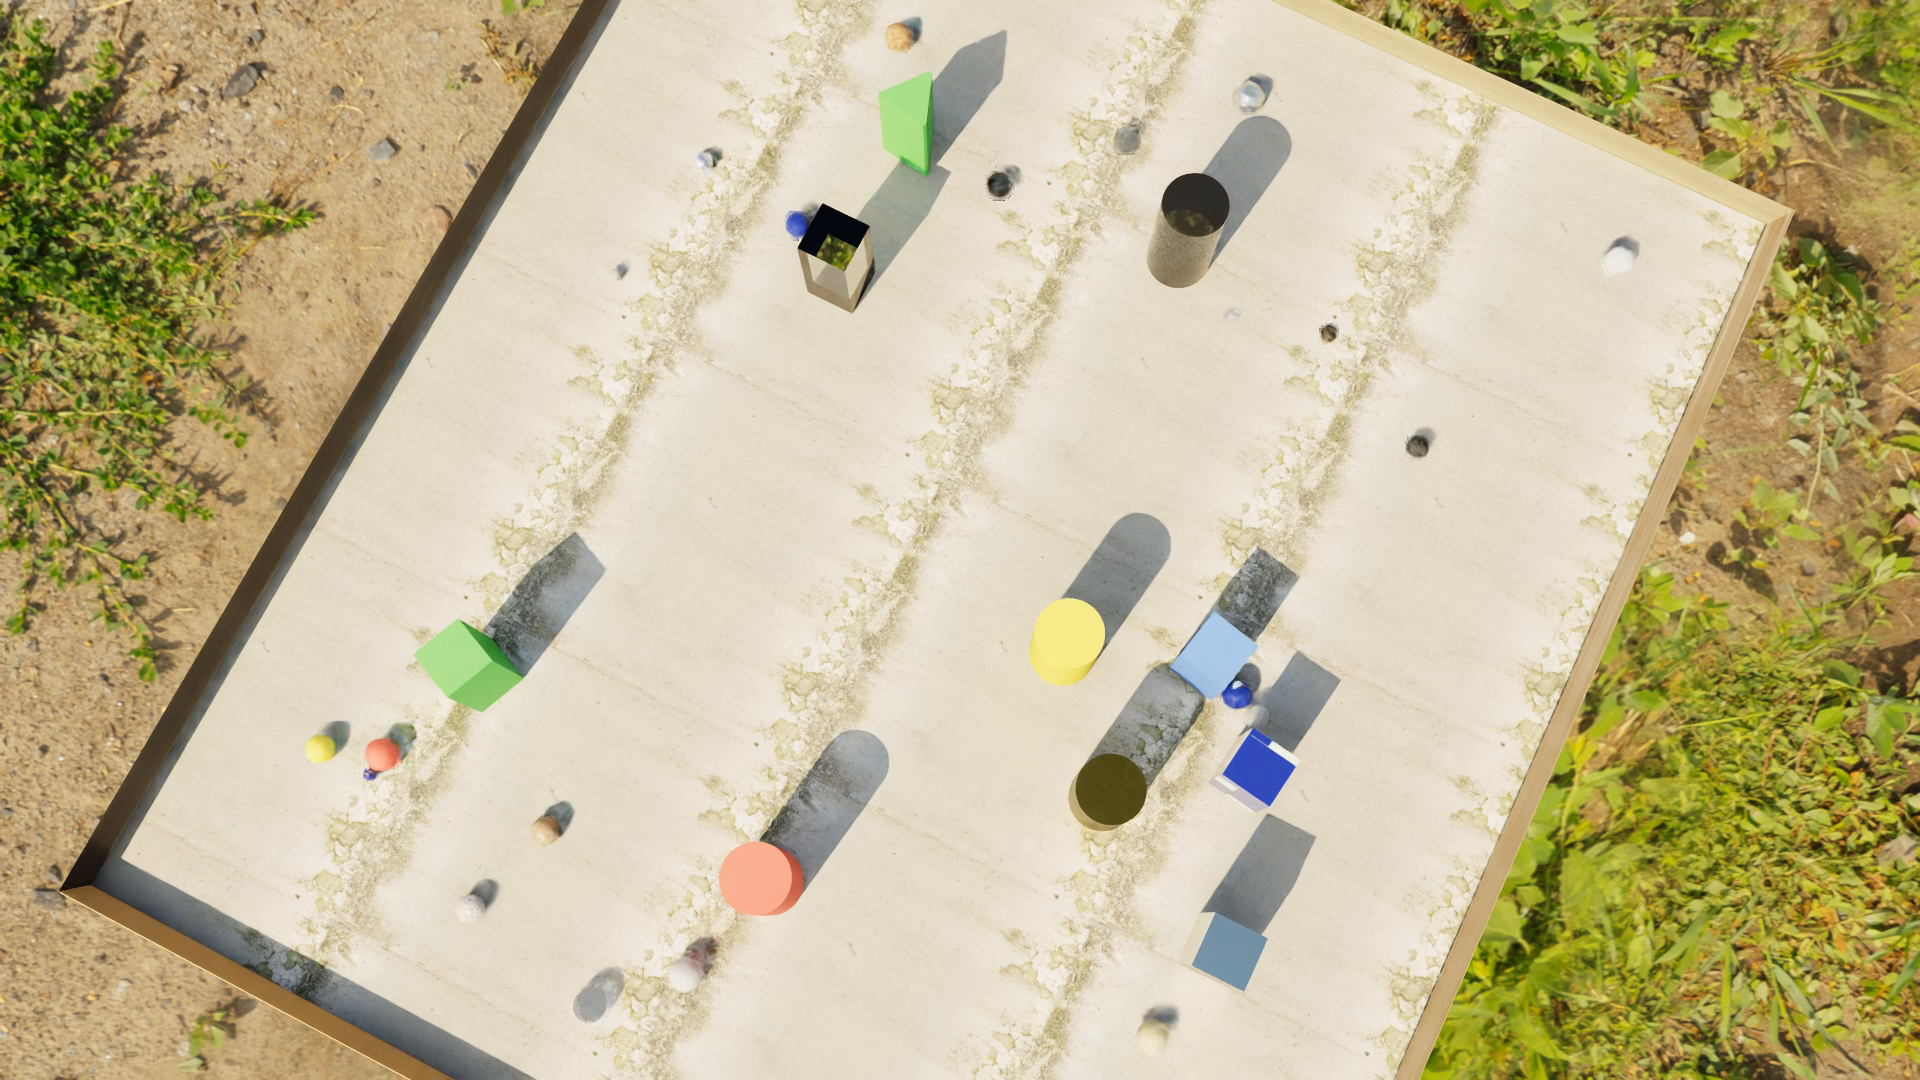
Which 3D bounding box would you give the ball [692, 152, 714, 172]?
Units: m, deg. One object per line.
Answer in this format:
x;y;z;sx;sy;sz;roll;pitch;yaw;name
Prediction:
-0.819;-1.202;5.832;0.066;0.066;0.066;0;78;0;ball

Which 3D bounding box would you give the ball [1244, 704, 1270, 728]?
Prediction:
0.885;0.524;5.457;0.074;0.074;0.074;0;78;0;ball

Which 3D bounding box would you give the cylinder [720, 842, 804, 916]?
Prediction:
-0.560;0.967;5.212;0.200;0.401;0.200;0;78;0;cylinder

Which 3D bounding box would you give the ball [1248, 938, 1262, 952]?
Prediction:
0.861;1.181;5.351;0.041;0.041;0.041;0;78;0;ball

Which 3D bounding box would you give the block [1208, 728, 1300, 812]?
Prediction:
0.850;0.672;5.321;0.160;0.307;0.160;34;80;7;block

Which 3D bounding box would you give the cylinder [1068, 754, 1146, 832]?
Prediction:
0.422;0.731;5.285;0.200;0.353;0.200;0;78;0;cylinder

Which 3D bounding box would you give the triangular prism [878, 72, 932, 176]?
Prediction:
-0.132;-1.310;5.691;0.173;0.386;0.150;35;80;7;triangular prism

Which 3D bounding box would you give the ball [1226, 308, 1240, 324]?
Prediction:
0.854;-0.702;5.739;0.045;0.045;0.045;0;78;0;ball

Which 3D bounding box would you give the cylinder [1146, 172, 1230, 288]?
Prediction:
0.690;-0.937;5.584;0.200;0.444;0.200;0;78;0;cylinder

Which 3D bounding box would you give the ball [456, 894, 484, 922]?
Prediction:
-1.430;1.076;5.352;0.083;0.083;0.083;0;78;0;ball

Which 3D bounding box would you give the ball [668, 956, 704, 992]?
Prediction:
-0.793;1.258;5.305;0.099;0.099;0.099;0;78;0;ball

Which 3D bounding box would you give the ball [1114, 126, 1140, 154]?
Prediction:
0.530;-1.274;5.838;0.083;0.083;0.083;0;78;0;ball

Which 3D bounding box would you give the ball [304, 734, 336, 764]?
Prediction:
-1.902;0.622;5.444;0.086;0.086;0.086;0;78;0;ball

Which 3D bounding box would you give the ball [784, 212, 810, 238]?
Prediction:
-0.512;-0.993;5.780;0.082;0.082;0.082;0;78;0;ball

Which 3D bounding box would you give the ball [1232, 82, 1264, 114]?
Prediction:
0.923;-1.415;5.859;0.100;0.100;0.100;0;78;0;ball

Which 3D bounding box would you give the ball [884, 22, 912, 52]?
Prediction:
-0.199;-1.621;5.907;0.089;0.089;0.089;0;78;0;ball

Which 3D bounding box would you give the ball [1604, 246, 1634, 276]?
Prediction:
2.068;-0.876;5.750;0.094;0.094;0.094;0;78;0;ball

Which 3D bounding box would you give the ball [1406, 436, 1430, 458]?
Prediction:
1.409;-0.284;5.640;0.070;0.070;0.070;0;78;0;ball

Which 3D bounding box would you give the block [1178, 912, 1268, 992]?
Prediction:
0.742;1.167;5.203;0.160;0.337;0.160;26;79;5;block

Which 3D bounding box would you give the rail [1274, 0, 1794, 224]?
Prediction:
0.925;-1.805;5.923;3.714;0.130;0.045;26;80;5;rail

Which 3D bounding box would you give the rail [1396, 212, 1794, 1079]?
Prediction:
1.640;0.810;5.382;0.045;0.130;4.184;26;80;5;rail

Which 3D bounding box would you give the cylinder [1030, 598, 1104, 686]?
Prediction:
0.309;0.302;5.357;0.200;0.386;0.200;0;78;0;cylinder

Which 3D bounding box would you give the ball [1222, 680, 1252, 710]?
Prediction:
0.828;0.462;5.473;0.093;0.093;0.093;0;78;0;ball

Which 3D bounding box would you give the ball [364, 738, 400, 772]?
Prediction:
-1.714;0.637;5.434;0.099;0.099;0.099;0;78;0;ball

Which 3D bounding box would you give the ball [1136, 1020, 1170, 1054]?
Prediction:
0.555;1.431;5.271;0.096;0.096;0.096;0;78;0;ball

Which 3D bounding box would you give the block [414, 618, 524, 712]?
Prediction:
-1.428;0.370;5.344;0.160;0.384;0.160;-40;81;-8;block

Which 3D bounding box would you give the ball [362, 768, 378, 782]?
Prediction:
-1.754;0.698;5.451;0.042;0.042;0.042;0;78;0;ball

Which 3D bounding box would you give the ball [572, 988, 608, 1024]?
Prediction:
-1.067;1.343;5.288;0.099;0.099;0.099;0;78;0;ball

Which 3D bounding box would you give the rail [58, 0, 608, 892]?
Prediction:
-1.640;-0.796;5.714;0.045;0.130;4.184;26;80;5;rail

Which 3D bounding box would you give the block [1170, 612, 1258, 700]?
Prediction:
0.744;0.345;5.395;0.160;0.294;0.160;38;81;7;block

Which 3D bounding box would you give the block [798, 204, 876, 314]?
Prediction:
-0.373;-0.855;5.597;0.160;0.386;0.160;27;80;5;block

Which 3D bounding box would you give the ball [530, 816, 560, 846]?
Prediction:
-1.222;0.857;5.396;0.085;0.085;0.085;0;78;0;ball

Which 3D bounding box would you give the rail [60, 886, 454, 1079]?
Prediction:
-0.925;1.818;5.173;3.714;0.130;0.045;26;80;5;rail

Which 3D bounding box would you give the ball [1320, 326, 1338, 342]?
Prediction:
1.152;-0.643;5.723;0.053;0.053;0.053;0;78;0;ball

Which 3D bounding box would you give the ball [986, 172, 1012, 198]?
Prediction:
0.124;-1.124;5.807;0.082;0.082;0.082;0;78;0;ball

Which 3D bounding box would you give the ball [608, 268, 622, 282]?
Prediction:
-1.087;-0.835;5.767;0.044;0.044;0.044;0;78;0;ball
